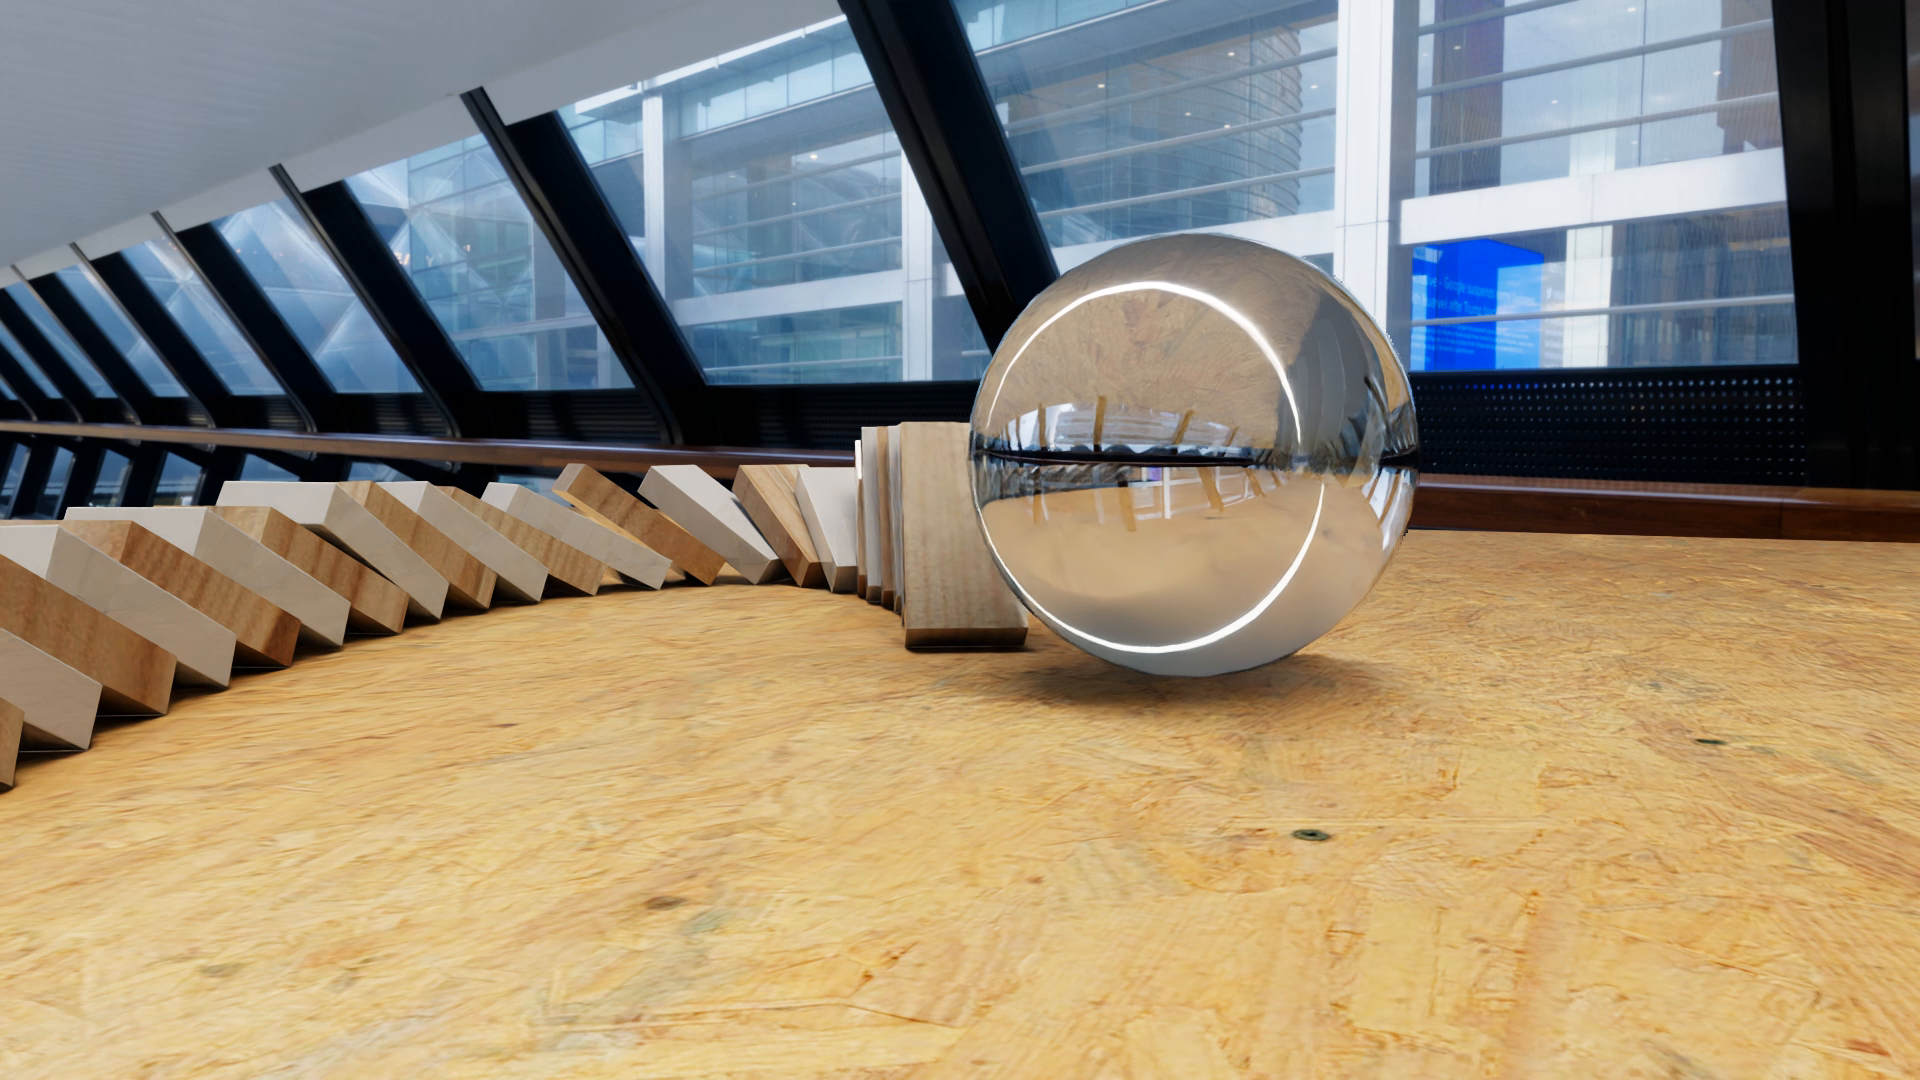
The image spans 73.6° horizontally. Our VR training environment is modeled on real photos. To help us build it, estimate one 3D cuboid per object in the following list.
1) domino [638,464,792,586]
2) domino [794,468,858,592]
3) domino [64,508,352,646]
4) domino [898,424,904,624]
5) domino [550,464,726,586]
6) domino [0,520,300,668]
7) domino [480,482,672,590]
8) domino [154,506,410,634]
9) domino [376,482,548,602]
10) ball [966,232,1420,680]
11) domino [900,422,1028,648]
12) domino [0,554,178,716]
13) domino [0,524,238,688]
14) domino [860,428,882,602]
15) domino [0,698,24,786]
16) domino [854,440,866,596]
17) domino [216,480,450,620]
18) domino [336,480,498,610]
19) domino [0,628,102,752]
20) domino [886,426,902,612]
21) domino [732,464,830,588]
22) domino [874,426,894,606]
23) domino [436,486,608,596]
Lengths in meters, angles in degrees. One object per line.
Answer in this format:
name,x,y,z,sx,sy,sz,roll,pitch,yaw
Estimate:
domino,-0.074,-0.005,0.402,0.050,0.009,0.025,37,16,15
domino,-0.032,-0.004,0.387,0.025,0.010,0.050,-2,37,-22
domino,-0.141,0.008,0.243,0.025,0.009,0.050,0,-22,4
domino,-0.002,-0.004,0.311,0.025,0.050,0.009,0,-28,-5
domino,-0.096,-0.005,0.383,0.050,0.009,0.025,37,-14,-25
domino,-0.141,0.011,0.223,0.025,0.009,0.050,0,-22,4
domino,-0.111,-0.001,0.369,0.050,0.009,0.025,31,-15,-35
domino,-0.140,0.007,0.267,0.025,0.009,0.050,1,-22,9
domino,-0.130,0.001,0.325,0.025,0.009,0.050,0,-26,19
ball,0.041,-0.015,0.233,0.080,0.080,0.080,0,4,0
domino,0.000,-0.002,0.277,0.025,0.050,0.009,0,-28,-5
domino,-0.136,0.014,0.179,0.025,0.009,0.050,0,-22,-5
domino,-0.139,0.012,0.200,0.025,0.010,0.050,-1,-22,-2
domino,-0.014,-0.008,0.355,0.025,0.050,0.010,-1,-28,-8
domino,-0.125,0.016,0.134,0.025,0.009,0.050,-2,-23,-11
domino,-0.017,-0.007,0.370,0.025,0.050,0.009,0,-39,-7
domino,-0.138,0.003,0.285,0.025,0.009,0.050,1,-26,8
domino,-0.136,0.002,0.305,0.025,0.010,0.050,-2,-26,15
domino,-0.132,0.015,0.156,0.025,0.009,0.050,0,-24,-5
domino,-0.006,-0.006,0.334,0.025,0.050,0.010,-1,-28,-7
domino,-0.049,-0.005,0.400,0.025,0.009,0.050,-3,39,-38
domino,-0.009,-0.007,0.344,0.025,0.050,0.010,-1,-28,-7
domino,-0.125,0.000,0.351,0.025,0.009,0.050,4,-22,41
